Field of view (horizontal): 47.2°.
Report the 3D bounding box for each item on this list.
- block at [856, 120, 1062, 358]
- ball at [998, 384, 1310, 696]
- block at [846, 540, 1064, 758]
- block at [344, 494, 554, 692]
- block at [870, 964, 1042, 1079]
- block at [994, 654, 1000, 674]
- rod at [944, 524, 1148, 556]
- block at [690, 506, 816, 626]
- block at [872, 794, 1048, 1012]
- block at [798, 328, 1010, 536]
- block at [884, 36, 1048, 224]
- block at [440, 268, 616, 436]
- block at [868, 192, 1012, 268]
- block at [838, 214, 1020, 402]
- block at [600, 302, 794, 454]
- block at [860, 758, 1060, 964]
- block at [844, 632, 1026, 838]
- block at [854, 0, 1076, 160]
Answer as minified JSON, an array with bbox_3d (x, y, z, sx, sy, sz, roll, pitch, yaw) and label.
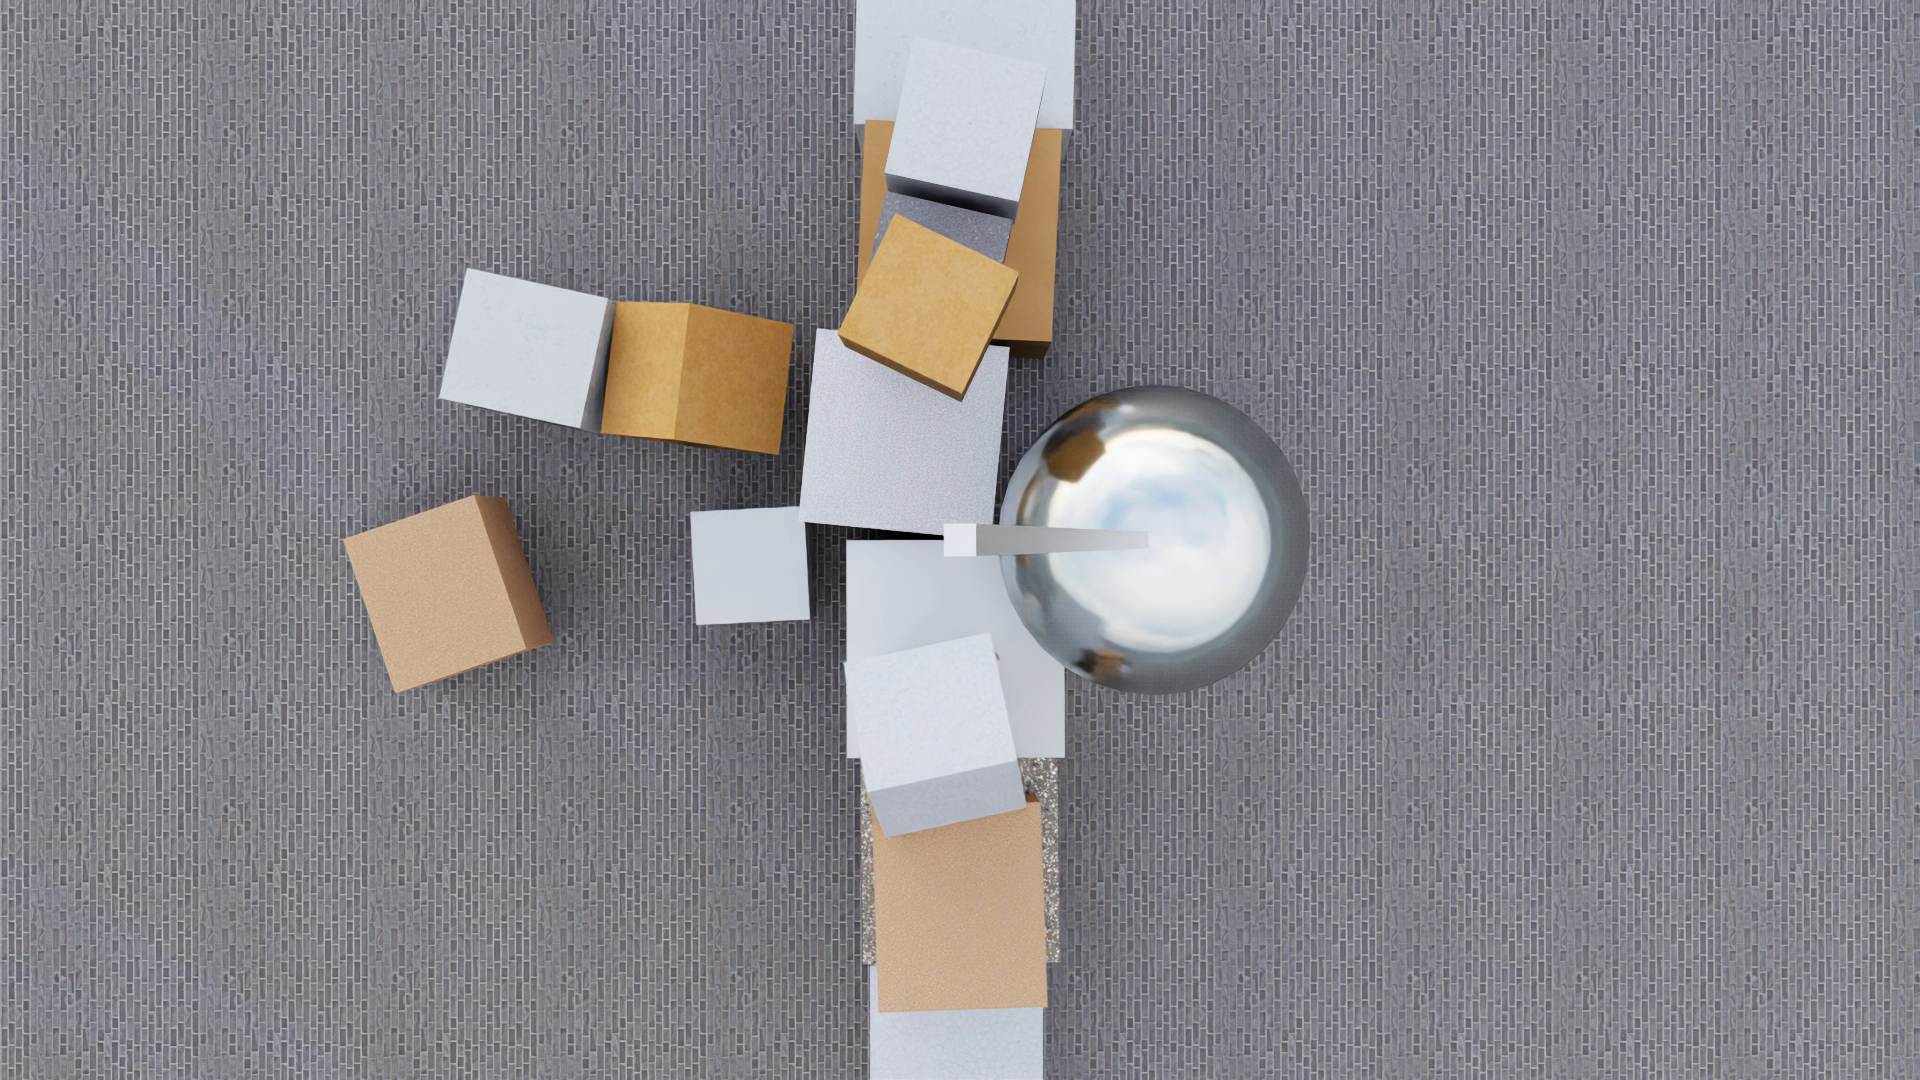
[{"bbox_3d":[-0.009,-1.671,12.436,1.063,1.128,1.147,3,90,0],"label":"block"},{"bbox_3d":[0.993,0.000,11.319,1.600,1.600,1.600,0,90,0],"label":"ball"},{"bbox_3d":[-0.024,0.594,12.498,1.186,1.004,1.188,0,90,0],"label":"block"},{"bbox_3d":[-2.906,0.299,12.582,0.765,0.836,0.900,-19,90,0],"label":"block"},{"bbox_3d":[-0.019,2.874,12.472,0.937,1.056,1.118,0,90,0],"label":"block"},{"bbox_3d":[-0.091,0.991,11.666,0.618,0.660,0.727,-2,90,0],"label":"block"},{"bbox_3d":[0.430,0.000,7.966,0.080,5.200,0.080,0,90,10],"label":"rod"},{"bbox_3d":[-1.186,0.144,12.714,0.643,0.573,0.640,-3,90,0],"label":"block"},{"bbox_3d":[-0.002,1.880,11.528,0.852,0.886,1.025,-2,86,0],"label":"block"},{"bbox_3d":[-0.303,-0.572,12.448,1.047,1.105,1.047,6,90,0],"label":"block"},{"bbox_3d":[0.032,-2.116,11.463,0.690,0.817,0.700,12,90,0],"label":"block"},{"bbox_3d":[-2.410,-1.060,12.571,0.795,0.858,0.734,12,90,0],"label":"block"},{"bbox_3d":[-0.126,-1.387,11.531,0.661,0.683,0.647,13,90,0],"label":"block"},{"bbox_3d":[-0.150,-1.130,10.840,0.658,0.698,0.640,26,90,0],"label":"block"},{"bbox_3d":[-1.489,-0.917,12.496,0.643,0.779,0.749,7,90,43],"label":"block"},{"bbox_3d":[0.001,1.752,12.502,1.073,0.996,1.117,-1,90,0],"label":"block"},{"bbox_3d":[-0.115,0.972,10.869,0.728,0.709,0.675,-12,64,0],"label":"block"},{"bbox_3d":[0.032,-2.855,12.501,1.195,0.998,1.194,1,90,0],"label":"block"}]
